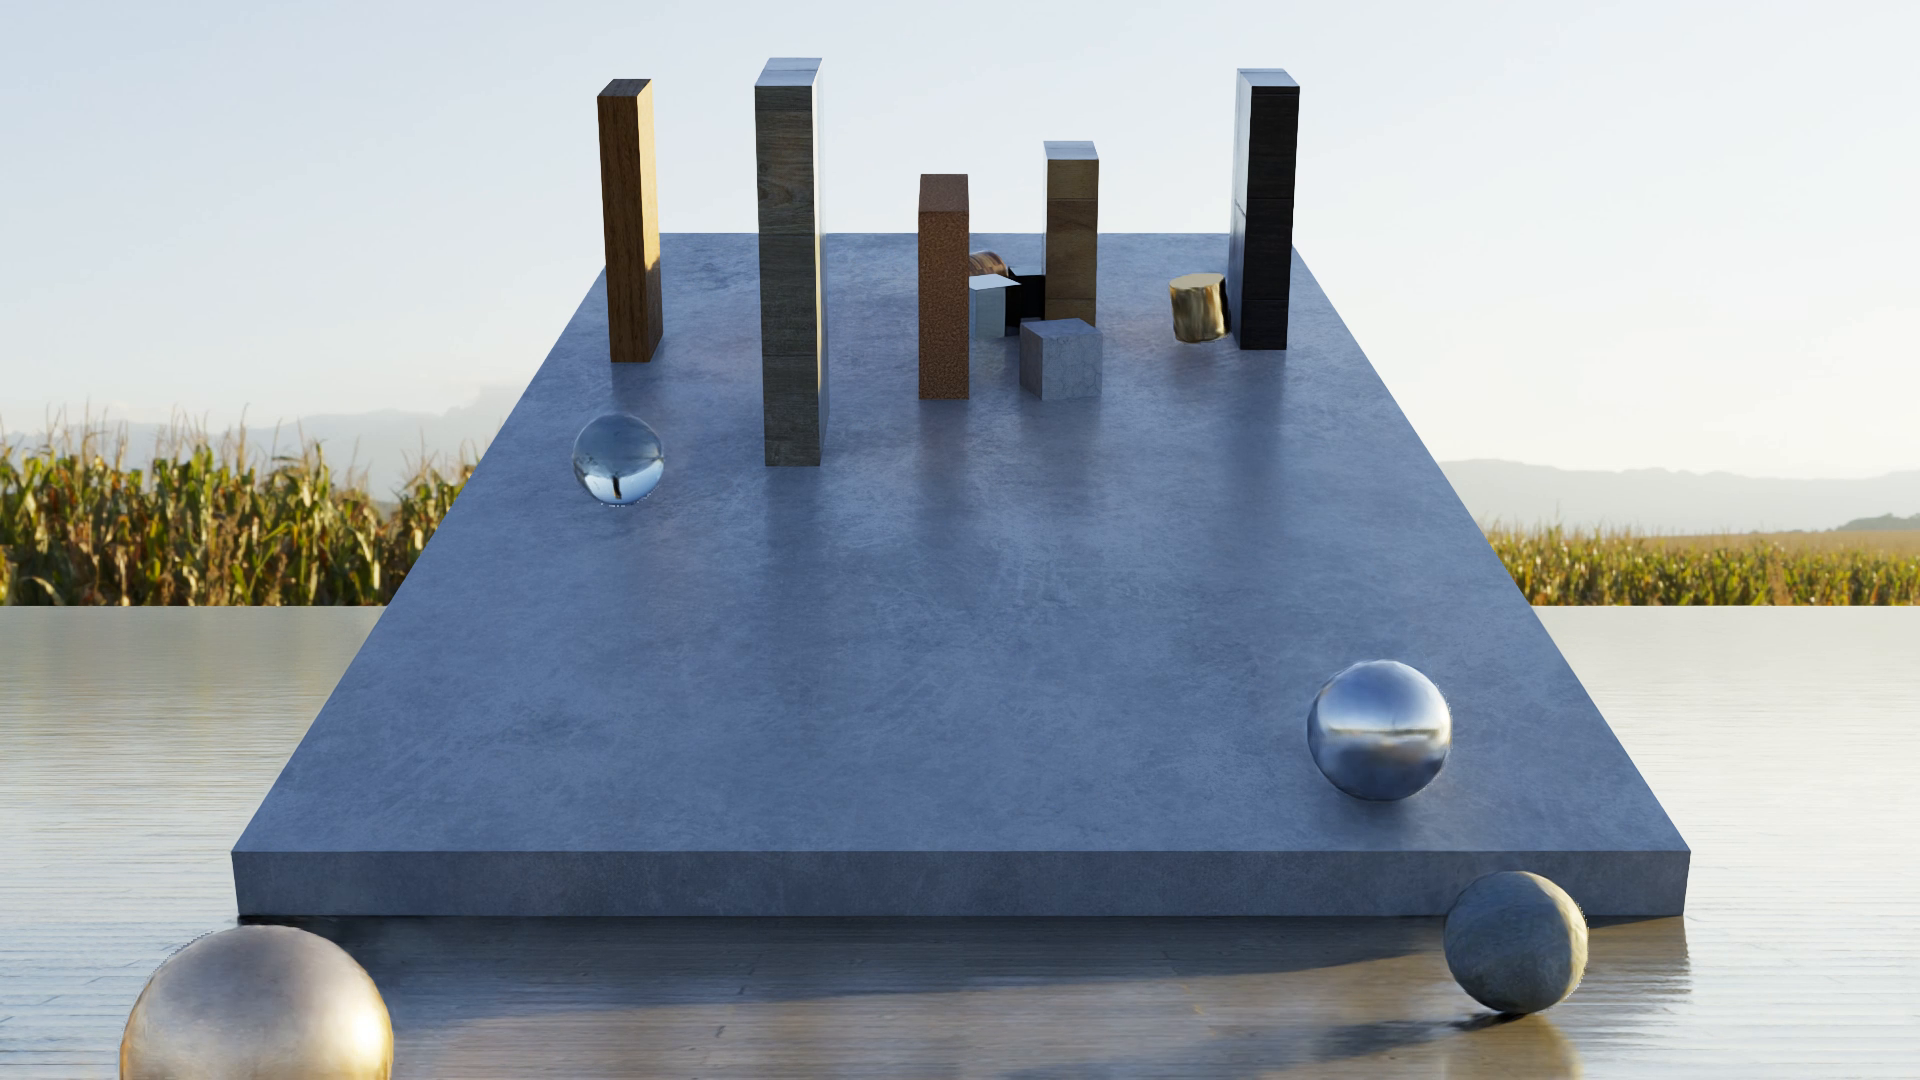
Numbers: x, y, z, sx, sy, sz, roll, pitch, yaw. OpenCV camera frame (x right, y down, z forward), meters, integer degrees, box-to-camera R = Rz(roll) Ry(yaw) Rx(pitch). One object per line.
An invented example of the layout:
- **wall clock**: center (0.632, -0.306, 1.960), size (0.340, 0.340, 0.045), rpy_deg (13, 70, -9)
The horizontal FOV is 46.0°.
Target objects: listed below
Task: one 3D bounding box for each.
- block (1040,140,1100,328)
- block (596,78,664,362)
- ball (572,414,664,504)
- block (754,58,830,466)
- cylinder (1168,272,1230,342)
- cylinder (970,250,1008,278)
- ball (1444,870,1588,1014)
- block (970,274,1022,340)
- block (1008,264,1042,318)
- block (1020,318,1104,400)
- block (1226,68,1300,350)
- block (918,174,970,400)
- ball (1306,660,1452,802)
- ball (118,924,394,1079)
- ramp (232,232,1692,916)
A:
- **block**: center (0.274, -0.751, 5.690), size (0.126, 0.459, 0.262), rpy_deg (0, 20, 0)
- **block**: center (-0.797, -0.776, 5.490), size (0.094, 0.638, 0.277), rpy_deg (0, 20, 0)
- **ball**: center (-0.672, -0.159, 4.454), size (0.181, 0.181, 0.181), rpy_deg (0, -2, 0)
- **block**: center (-0.348, -0.590, 4.759), size (0.114, 0.784, 0.399), rpy_deg (0, 20, 0)
- **cylinder**: center (0.590, -0.573, 5.579), size (0.138, 0.138, 0.138), rpy_deg (-8, 21, 3)
- **cylinder**: center (0.028, -0.681, 5.960), size (0.143, 0.143, 0.143), rpy_deg (-2, 13, 46)
- **ball**: center (0.588, 0.426, 2.399), size (0.150, 0.150, 0.150), rpy_deg (0, -2, 0)
- **block**: center (0.065, -0.589, 5.724), size (0.130, 0.130, 0.130), rpy_deg (-10, 22, -27)
- **block**: center (0.191, -0.651, 5.922), size (0.112, 0.112, 0.112), rpy_deg (-3, 20, -9)
- **block**: center (0.232, -0.418, 5.226), size (0.147, 0.147, 0.147), rpy_deg (-7, 21, -18)
- **block**: center (0.748, -0.823, 5.615), size (0.115, 0.645, 0.297), rpy_deg (0, 20, 0)
- **block**: center (-0.037, -0.602, 5.311), size (0.114, 0.434, 0.449), rpy_deg (0, 20, 0)
- **ball**: center (0.598, 0.272, 3.230), size (0.204, 0.204, 0.204), rpy_deg (0, -2, 0)
- **ball**: center (-0.521, 0.384, 1.682), size (0.195, 0.195, 0.195), rpy_deg (0, -2, 0)
- **ramp**: center (-0.005, -0.205, 4.999), size (2.000, 0.100, 4.000), rpy_deg (0, 20, 0)
